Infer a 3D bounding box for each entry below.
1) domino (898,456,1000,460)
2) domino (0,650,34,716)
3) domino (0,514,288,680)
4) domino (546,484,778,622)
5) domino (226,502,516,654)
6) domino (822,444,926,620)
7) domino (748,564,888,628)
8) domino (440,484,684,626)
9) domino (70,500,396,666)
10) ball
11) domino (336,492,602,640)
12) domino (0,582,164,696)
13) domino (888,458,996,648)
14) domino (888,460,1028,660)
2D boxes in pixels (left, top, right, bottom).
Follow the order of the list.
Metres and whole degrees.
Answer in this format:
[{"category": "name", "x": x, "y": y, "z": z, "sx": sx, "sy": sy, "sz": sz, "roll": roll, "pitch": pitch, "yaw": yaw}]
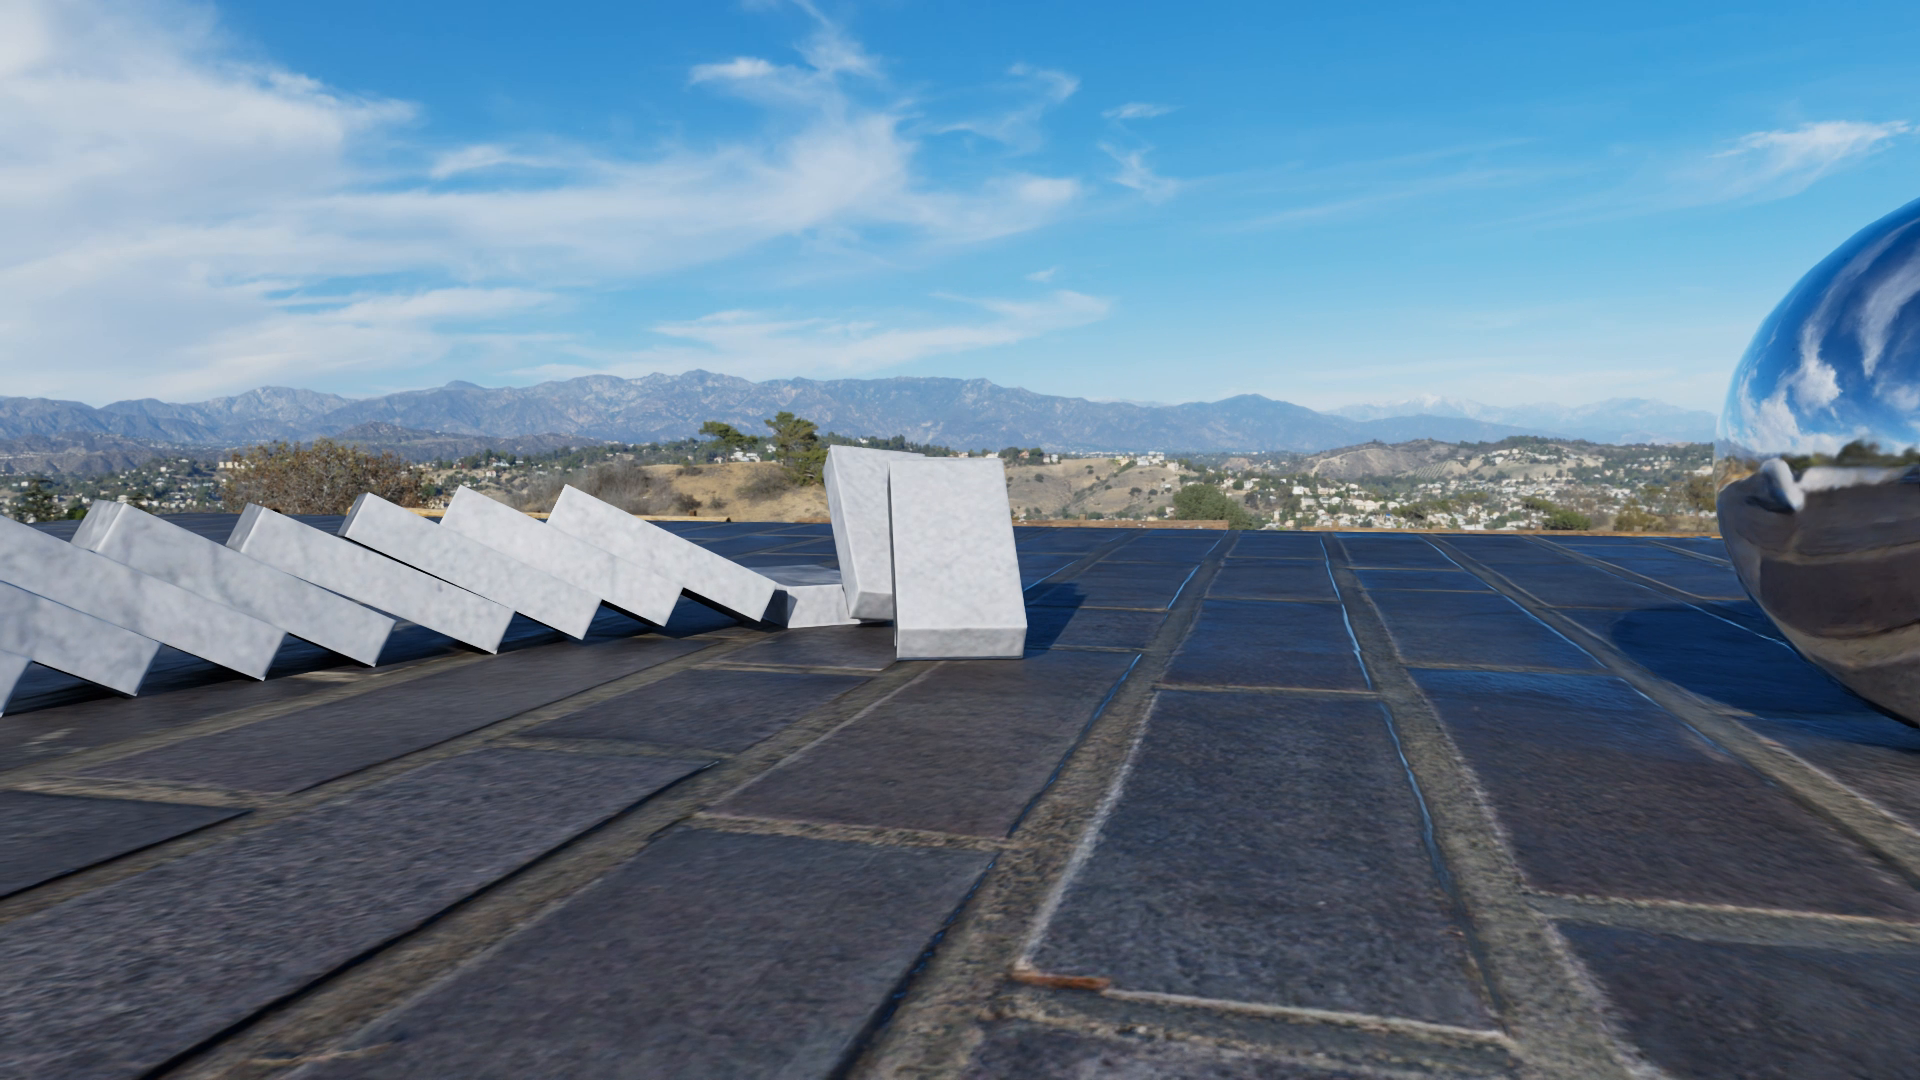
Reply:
[{"category": "domino", "x": -0.001, "y": 0.001, "z": 0.298, "sx": 0.025, "sy": 0.010, "sz": 0.050, "roll": 0, "pitch": 44, "yaw": -5}, {"category": "domino", "x": -0.171, "y": 0.012, "z": 0.191, "sx": 0.025, "sy": 0.010, "sz": 0.050, "roll": 3, "pitch": -24, "yaw": 38}, {"category": "domino", "x": -0.148, "y": 0.010, "z": 0.224, "sx": 0.025, "sy": 0.010, "sz": 0.050, "roll": 4, "pitch": -23, "yaw": 43}, {"category": "domino", "x": -0.068, "y": 0.004, "z": 0.290, "sx": 0.050, "sy": 0.009, "sz": 0.025, "roll": 27, "pitch": -12, "yaw": -16}, {"category": "domino", "x": -0.118, "y": 0.008, "z": 0.257, "sx": 0.050, "sy": 0.009, "sz": 0.025, "roll": 29, "pitch": -13, "yaw": -33}, {"category": "domino", "x": -0.017, "y": -0.002, "z": 0.313, "sx": 0.025, "sy": 0.010, "sz": 0.050, "roll": 4, "pitch": 44, "yaw": -20}, {"category": "domino", "x": -0.040, "y": 0.014, "z": 0.324, "sx": 0.025, "sy": 0.010, "sz": 0.050, "roll": -2, "pitch": 5, "yaw": -26}, {"category": "domino", "x": -0.087, "y": 0.004, "z": 0.281, "sx": 0.050, "sy": 0.010, "sz": 0.025, "roll": 27, "pitch": -12, "yaw": -17}, {"category": "domino", "x": -0.135, "y": 0.008, "z": 0.239, "sx": 0.025, "sy": 0.009, "sz": 0.050, "roll": 4, "pitch": -23, "yaw": 46}, {"category": "ball", "x": 0.147, "y": -0.010, "z": 0.171, "sx": 0.080, "sy": 0.080, "sz": 0.080, "roll": 0, "pitch": 4, "yaw": 0}, {"category": "domino", "x": -0.103, "y": 0.006, "z": 0.270, "sx": 0.050, "sy": 0.010, "sz": 0.025, "roll": 29, "pitch": -13, "yaw": -27}, {"category": "domino", "x": -0.160, "y": 0.010, "z": 0.206, "sx": 0.025, "sy": 0.010, "sz": 0.050, "roll": 3, "pitch": -24, "yaw": 38}, {"category": "domino", "x": -0.003, "y": 0.002, "z": 0.283, "sx": 0.025, "sy": 0.010, "sz": 0.050, "roll": 0, "pitch": 44, "yaw": -5}, {"category": "domino", "x": -0.002, "y": 0.003, "z": 0.268, "sx": 0.025, "sy": 0.009, "sz": 0.050, "roll": 0, "pitch": 44, "yaw": -5}]
